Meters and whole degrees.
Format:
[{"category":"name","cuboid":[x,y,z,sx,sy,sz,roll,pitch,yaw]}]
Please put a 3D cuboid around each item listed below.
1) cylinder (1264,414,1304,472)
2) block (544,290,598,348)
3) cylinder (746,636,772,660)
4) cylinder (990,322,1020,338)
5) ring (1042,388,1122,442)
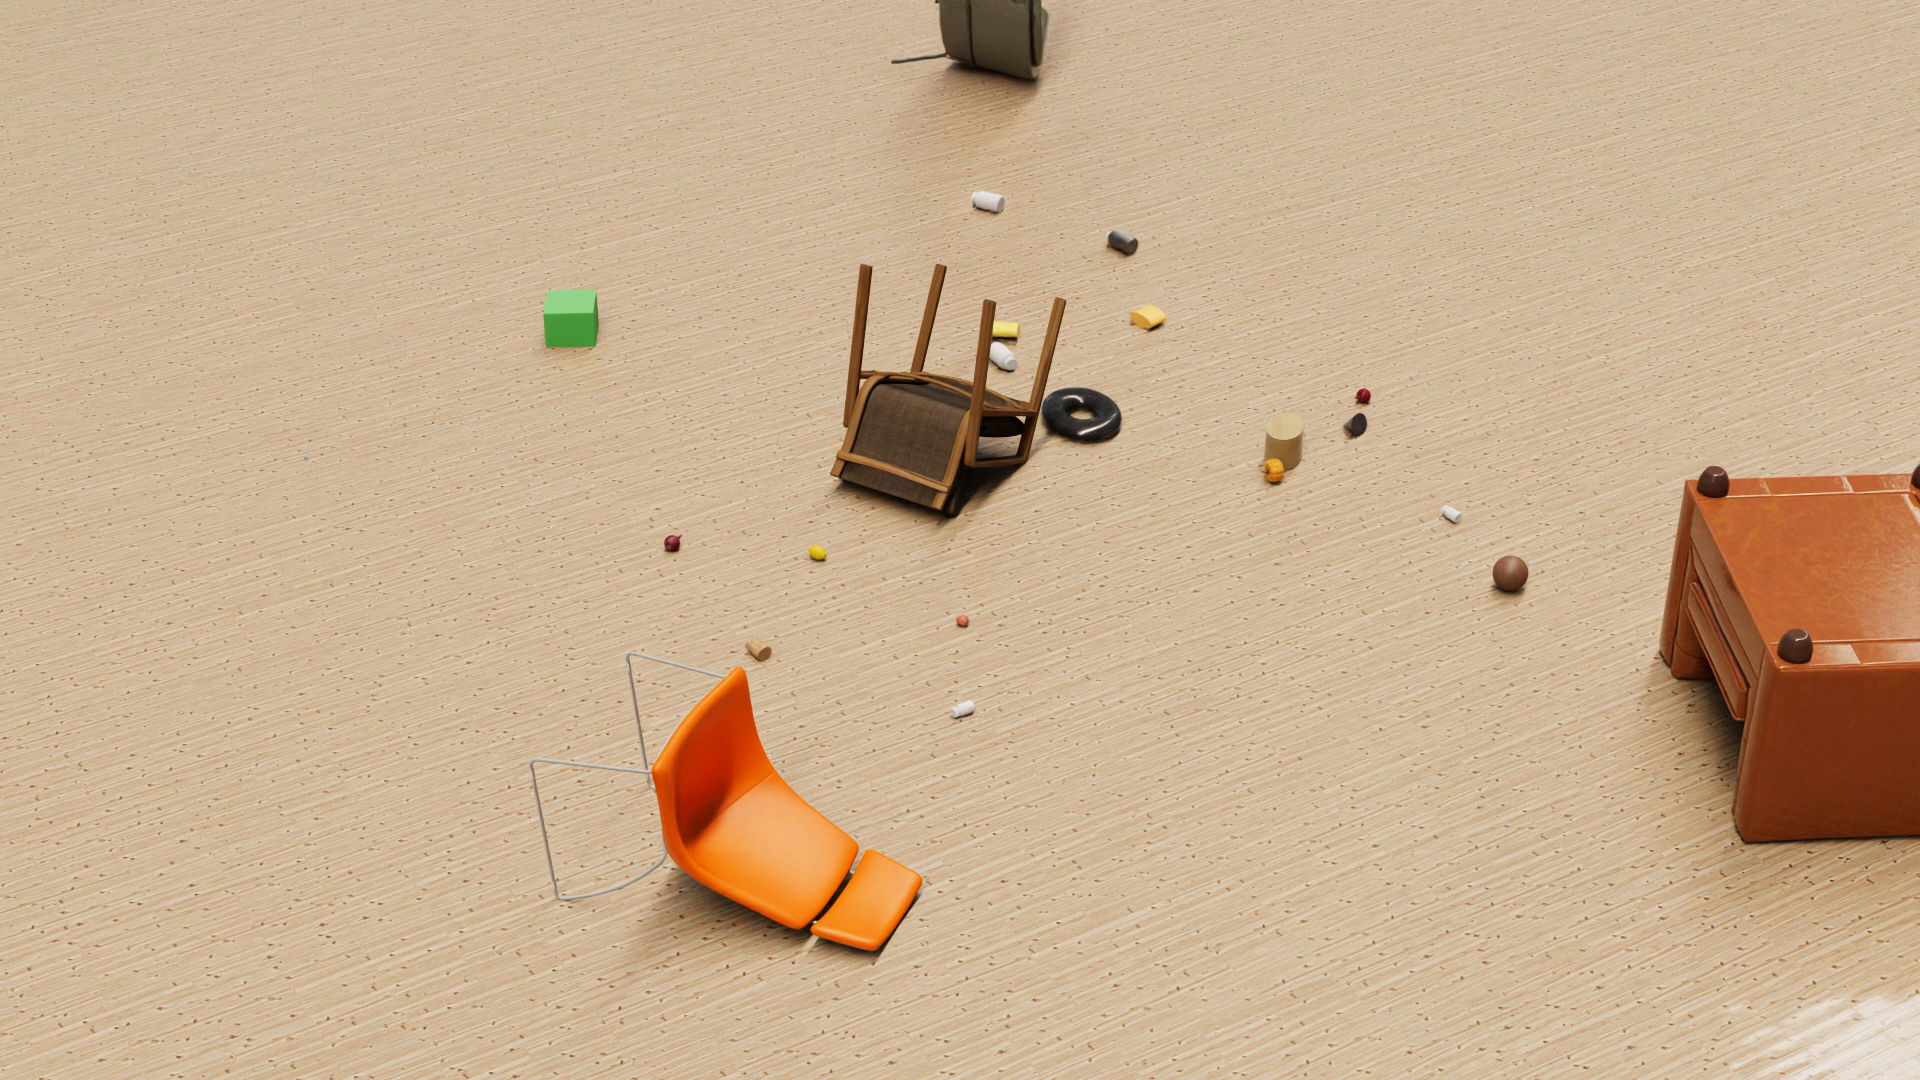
[{"category":"cylinder","cuboid":[1.259,-0.380,11.390,0.143,0.144,0.205,10,35,14]},{"category":"block","cuboid":[-1.617,-0.921,12.196,0.204,0.160,0.197,-1,33,-1]},{"category":"cylinder","cuboid":[-0.709,0.380,10.318,0.058,0.054,0.084,-39,46,-15]},{"category":"cylinder","cuboid":[0.186,-0.876,12.215,0.116,0.058,0.111,5,18,7]},{"category":"ring","cuboid":[0.482,-0.501,11.647,0.314,0.066,0.389,-9,34,-14]}]
